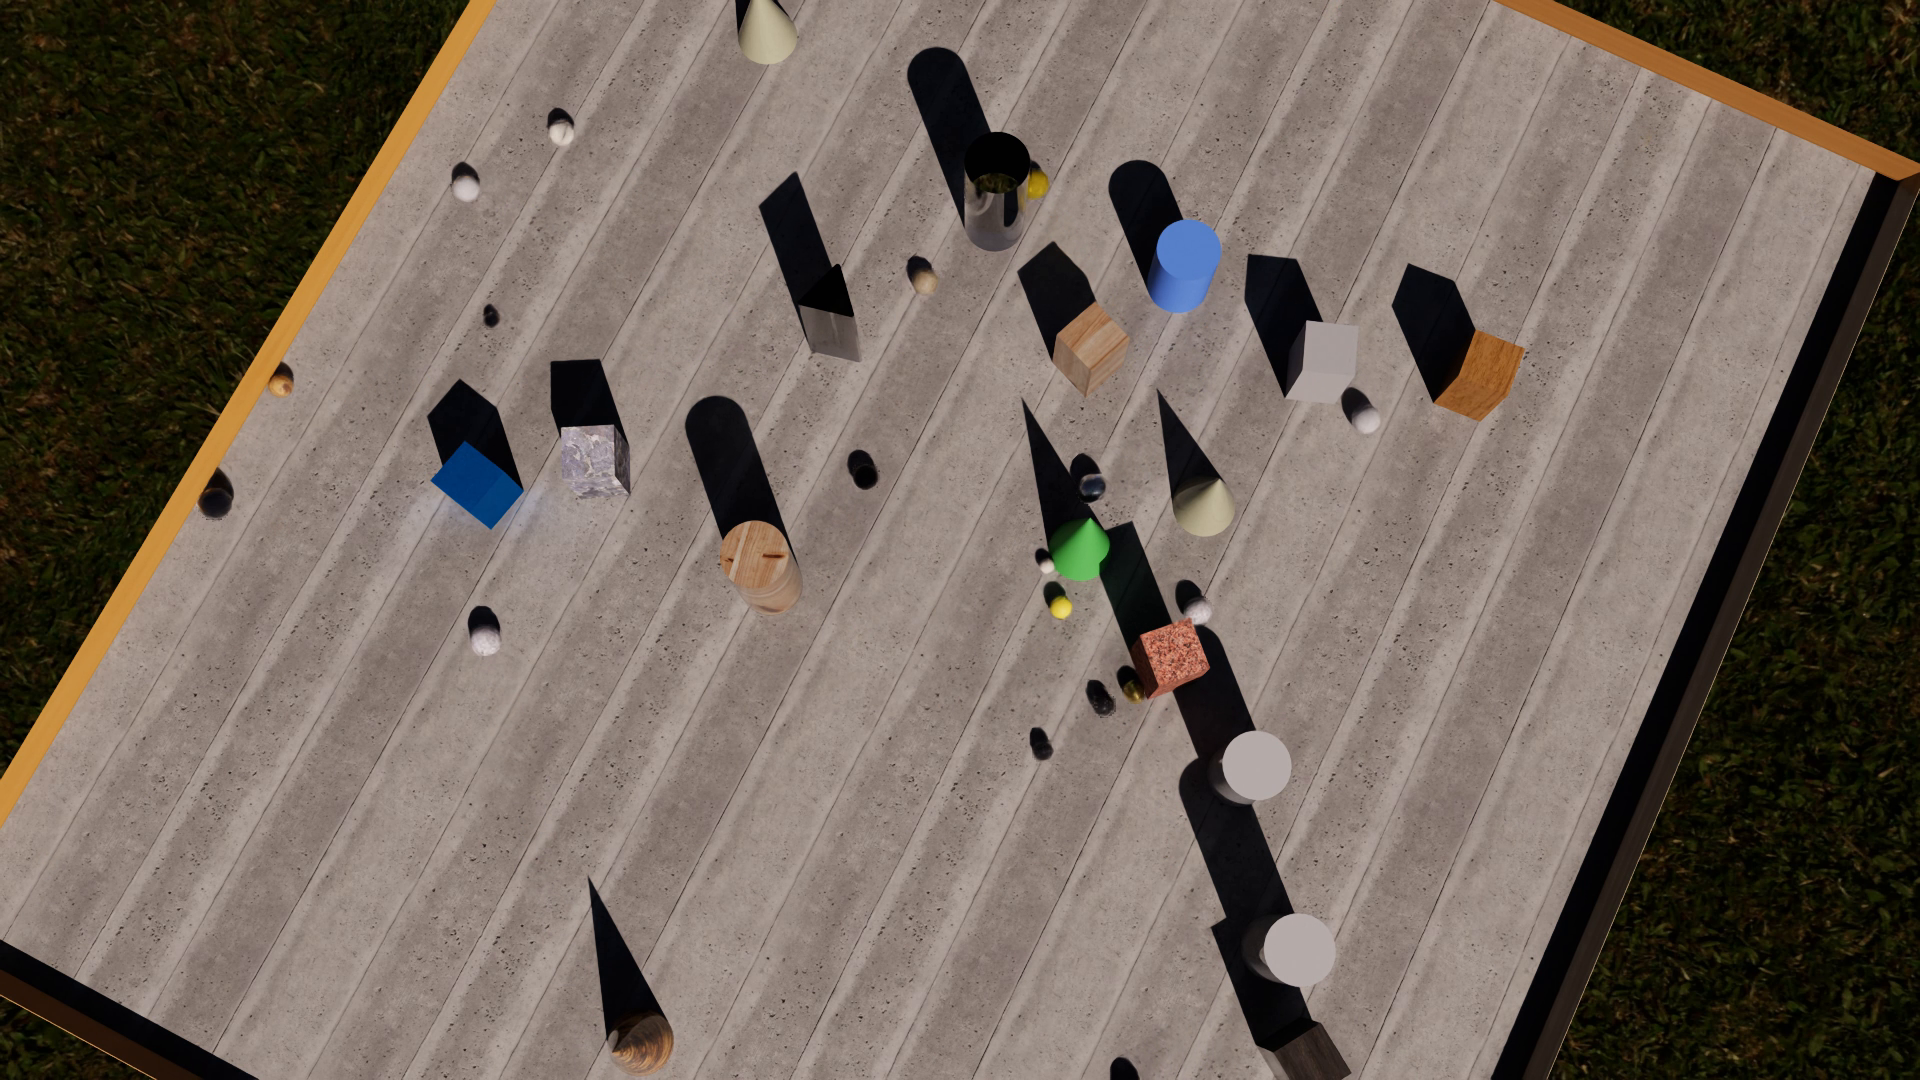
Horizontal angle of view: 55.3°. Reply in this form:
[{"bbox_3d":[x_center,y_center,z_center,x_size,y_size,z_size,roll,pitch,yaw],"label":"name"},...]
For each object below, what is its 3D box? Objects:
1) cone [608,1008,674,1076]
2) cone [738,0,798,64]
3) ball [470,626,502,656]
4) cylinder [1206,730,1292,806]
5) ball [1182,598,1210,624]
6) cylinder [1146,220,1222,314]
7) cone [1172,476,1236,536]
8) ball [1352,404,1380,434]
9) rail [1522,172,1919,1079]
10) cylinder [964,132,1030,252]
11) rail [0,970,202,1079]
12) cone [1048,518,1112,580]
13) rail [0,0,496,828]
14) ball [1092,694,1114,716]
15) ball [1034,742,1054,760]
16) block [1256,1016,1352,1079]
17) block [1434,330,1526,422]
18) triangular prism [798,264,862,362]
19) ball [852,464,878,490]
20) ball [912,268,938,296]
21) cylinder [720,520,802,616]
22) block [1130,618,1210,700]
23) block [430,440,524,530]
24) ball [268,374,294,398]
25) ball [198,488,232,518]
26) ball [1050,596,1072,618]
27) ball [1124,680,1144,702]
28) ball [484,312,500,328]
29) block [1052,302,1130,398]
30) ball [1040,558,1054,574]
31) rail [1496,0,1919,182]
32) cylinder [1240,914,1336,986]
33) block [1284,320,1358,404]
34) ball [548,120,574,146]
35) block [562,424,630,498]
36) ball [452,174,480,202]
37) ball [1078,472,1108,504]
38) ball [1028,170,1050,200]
[{"bbox_3d":[-0.926,1.410,5.096,0.194,0.449,0.194,0,78,0],"label":"cone"},{"bbox_3d":[-0.625,-1.670,5.790,0.194,0.338,0.194,0,78,0],"label":"cone"},{"bbox_3d":[-1.426,0.303,5.506,0.093,0.093,0.093,0,78,0],"label":"ball"},{"bbox_3d":[0.834,0.666,5.307,0.194,0.337,0.194,0,78,0],"label":"cylinder"},{"bbox_3d":[0.715,0.214,5.529,0.084,0.084,0.084,0,78,0],"label":"ball"},{"bbox_3d":[0.686,-0.839,5.637,0.194,0.300,0.194,0,78,0],"label":"cylinder"},{"bbox_3d":[0.751,-0.142,5.465,0.194,0.353,0.194,0,78,0],"label":"cone"},{"bbox_3d":[1.252,-0.374,5.648,0.089,0.089,0.089,0,78,0],"label":"ball"},{"bbox_3d":[1.930,0.951,5.354,0.045,0.126,4.826,26,80,5],"label":"rail"},{"bbox_3d":[0.110,-1.056,5.593,0.194,0.474,0.194,0,78,0],"label":"cylinder"},{"bbox_3d":[-1.068,2.099,5.117,4.362,0.126,0.045,26,80,5],"label":"rail"},{"bbox_3d":[0.368,-0.017,5.386,0.194,0.457,0.194,0,78,0],"label":"cone"},{"bbox_3d":[-1.930,-0.938,5.745,0.045,0.126,4.826,26,80,5],"label":"rail"},{"bbox_3d":[0.427,0.494,5.481,0.065,0.065,0.065,0,78,0],"label":"ball"},{"bbox_3d":[0.248,0.628,5.457,0.058,0.058,0.058,0,78,0],"label":"ball"},{"bbox_3d":[0.963,1.459,5.155,0.155,0.312,0.155,-30,80,-6],"label":"block"},{"bbox_3d":[1.575,-0.496,5.568,0.155,0.297,0.155,22,79,4],"label":"block"},{"bbox_3d":[-0.372,-0.690,5.534,0.168,0.441,0.145,14,79,3],"label":"triangular prism"},{"bbox_3d":[-0.289,-0.193,5.616,0.079,0.079,0.079,0,78,0],"label":"ball"},{"bbox_3d":[-0.110,-0.809,5.742,0.083,0.083,0.083,0,78,0],"label":"ball"},{"bbox_3d":[-0.576,0.088,5.360,0.194,0.467,0.194,0,78,0],"label":"cylinder"},{"bbox_3d":[0.611,0.351,5.375,0.155,0.331,0.155,-19,79,-4],"label":"block"},{"bbox_3d":[-1.452,-0.163,5.523,0.155,0.249,0.155,37,81,7],"label":"block"},{"bbox_3d":[-2.104,-0.477,5.677,0.074,0.074,0.074,0,78,0],"label":"ball"},{"bbox_3d":[-2.272,-0.113,5.590,0.097,0.097,0.097,0,78,0],"label":"ball"},{"bbox_3d":[0.304,0.201,5.541,0.067,0.067,0.067,0,78,0],"label":"ball"},{"bbox_3d":[0.521,0.451,5.491,0.064,0.064,0.064,0,78,0],"label":"ball"},{"bbox_3d":[-1.466,-0.689,5.735,0.047,0.047,0.047,0,78,0],"label":"ball"},{"bbox_3d":[0.397,-0.578,5.593,0.155,0.280,0.155,-41,81,-8],"label":"block"},{"bbox_3d":[0.264,0.078,5.576,0.047,0.047,0.047,0,78,0],"label":"ball"},{"bbox_3d":[1.068,-2.086,5.983,4.362,0.126,0.045,26,80,5],"label":"rail"},{"bbox_3d":[0.917,1.150,5.157,0.194,0.433,0.194,0,78,0],"label":"cylinder"},{"bbox_3d":[1.098,-0.537,5.574,0.155,0.302,0.155,6,78,1],"label":"block"},{"bbox_3d":[-1.270,-1.299,5.844,0.081,0.081,0.081,0,78,0],"label":"ball"},{"bbox_3d":[-1.096,-0.233,5.528,0.155,0.268,0.155,-3,78,-1],"label":"block"},{"bbox_3d":[-1.564,-1.114,5.804,0.085,0.085,0.085,0,78,0],"label":"ball"},{"bbox_3d":[0.408,-0.159,5.601,0.094,0.094,0.094,0,78,0],"label":"ball"},{"bbox_3d":[0.235,-1.126,5.801,0.094,0.094,0.094,0,78,0],"label":"ball"}]
